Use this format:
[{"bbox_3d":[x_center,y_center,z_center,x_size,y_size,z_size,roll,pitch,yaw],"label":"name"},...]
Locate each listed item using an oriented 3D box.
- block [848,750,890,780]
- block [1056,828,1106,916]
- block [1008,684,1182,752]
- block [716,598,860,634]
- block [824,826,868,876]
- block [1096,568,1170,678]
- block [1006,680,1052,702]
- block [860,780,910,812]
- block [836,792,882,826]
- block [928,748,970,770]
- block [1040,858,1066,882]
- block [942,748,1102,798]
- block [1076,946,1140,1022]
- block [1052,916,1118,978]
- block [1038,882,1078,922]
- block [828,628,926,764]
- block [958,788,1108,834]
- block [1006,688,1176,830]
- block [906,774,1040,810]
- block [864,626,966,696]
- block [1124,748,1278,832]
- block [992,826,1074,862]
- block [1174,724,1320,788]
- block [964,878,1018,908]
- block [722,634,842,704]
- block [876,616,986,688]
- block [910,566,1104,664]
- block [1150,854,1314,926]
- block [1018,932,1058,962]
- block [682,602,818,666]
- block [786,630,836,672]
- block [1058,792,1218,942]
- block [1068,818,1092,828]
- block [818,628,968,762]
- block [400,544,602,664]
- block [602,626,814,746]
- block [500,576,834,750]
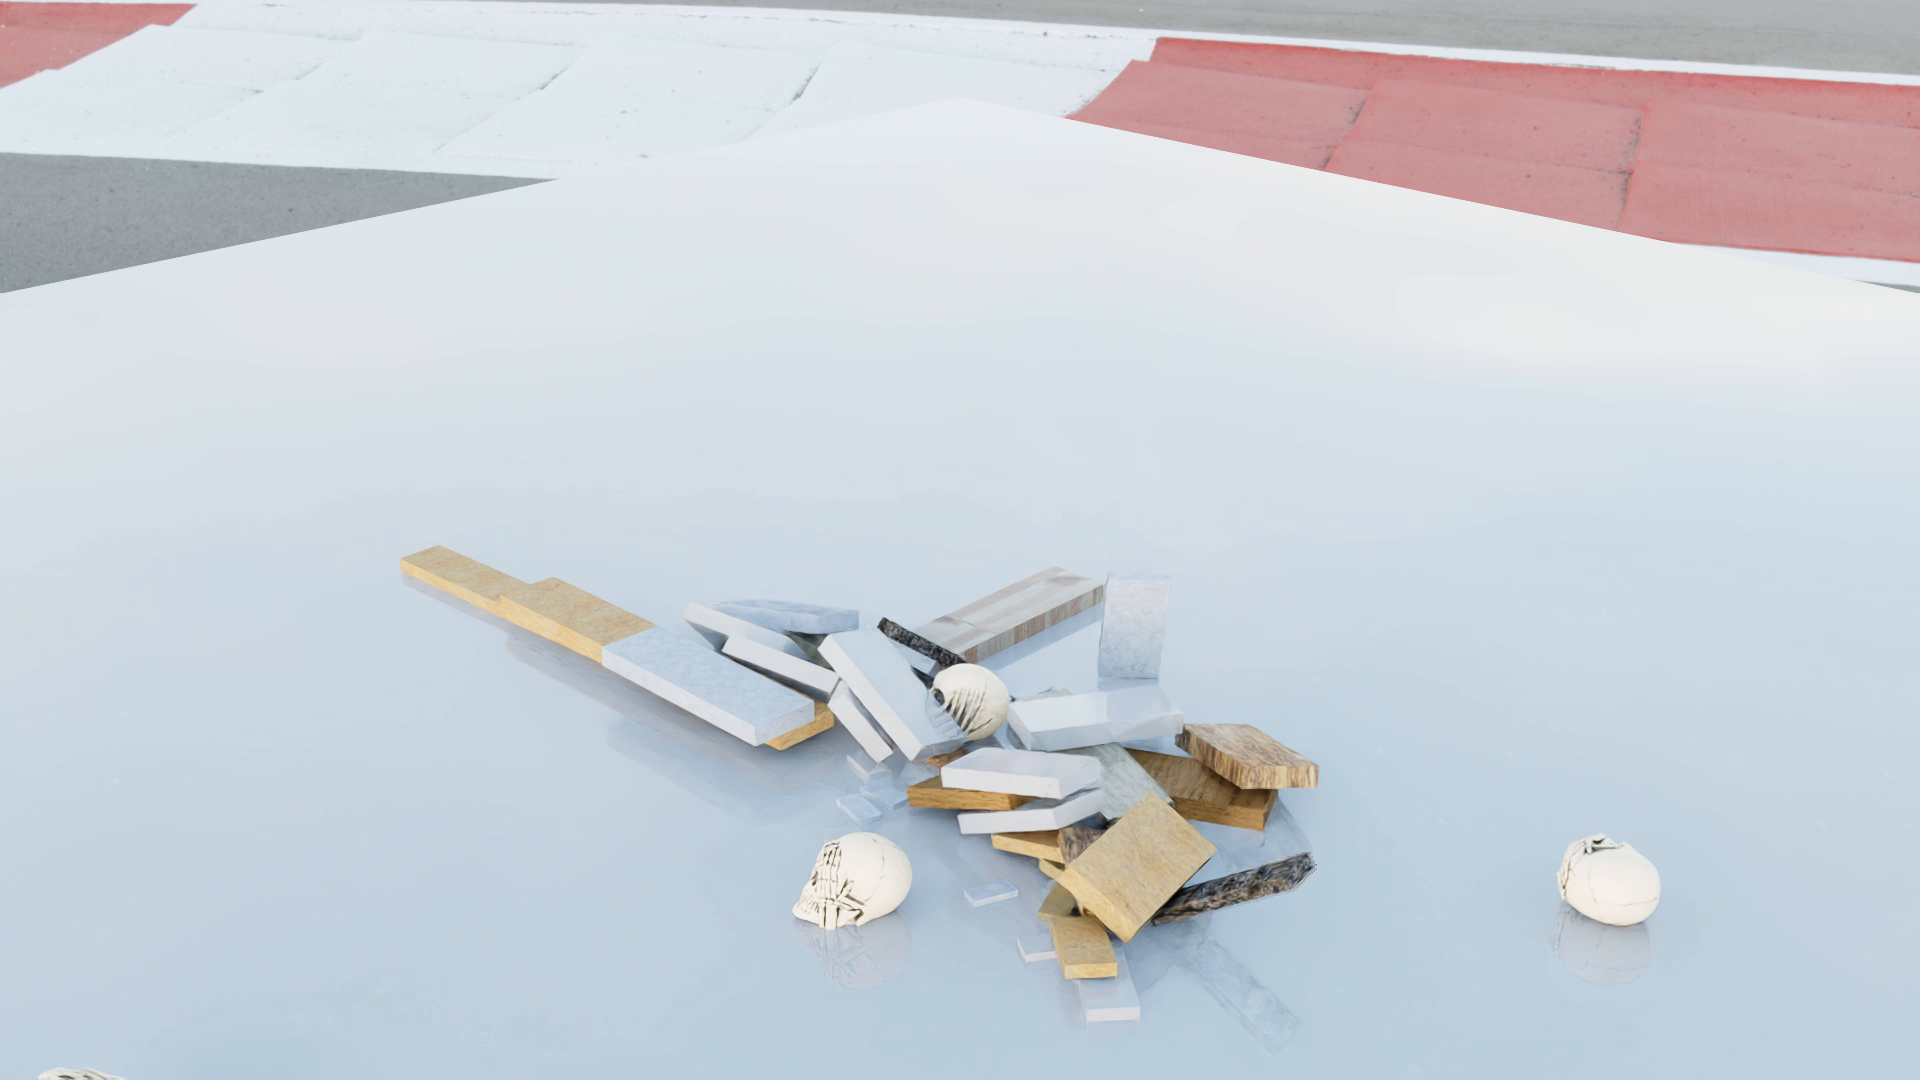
[{"bbox_3d":[-0.192,0.472,4.629,0.051,0.014,0.102,-13,26,-27],"label":"block"},{"bbox_3d":[0.253,0.619,4.103,0.099,0.028,0.199,4,36,-17],"label":"block"},{"bbox_3d":[0.284,0.374,4.616,0.329,0.047,0.165,-6,18,-13],"label":"block"},{"bbox_3d":[-0.407,0.179,5.174,0.308,0.044,0.154,5,6,34],"label":"block"},{"bbox_3d":[-0.224,0.607,4.304,0.071,0.020,0.142,-3,23,-8],"label":"block"},{"bbox_3d":[0.390,0.190,4.949,0.139,0.277,0.039,2,36,-2],"label":"block"},{"bbox_3d":[0.156,0.343,4.933,0.050,0.014,0.099,20,30,38],"label":"block"},{"bbox_3d":[-0.153,0.523,4.510,0.051,0.014,0.102,-21,31,-40],"label":"block"},{"bbox_3d":[-0.204,0.546,4.456,0.051,0.014,0.102,-13,26,-28],"label":"block"},{"bbox_3d":[0.007,0.472,4.623,0.071,0.020,0.142,-20,30,-39],"label":"block"},{"bbox_3d":[0.253,0.639,4.176,0.099,0.028,0.199,-17,28,-35],"label":"block"},{"bbox_3d":[0.118,0.453,4.293,0.282,0.040,0.141,1,13,37],"label":"block"},{"bbox_3d":[0.256,0.783,3.881,0.092,0.026,0.184,-2,23,-5],"label":"block"},{"bbox_3d":[0.221,0.728,3.940,0.092,0.026,0.184,-2,17,-5],"label":"block"},{"bbox_3d":[0.192,0.681,4.133,0.059,0.017,0.117,8,24,18],"label":"block"},{"bbox_3d":[-0.177,0.332,4.742,0.047,0.165,0.329,-35,12,22],"label":"block"},{"bbox_3d":[0.140,0.531,4.302,0.141,0.040,0.282,-16,3,-41],"label":"block"},{"bbox_3d":[0.261,0.450,4.550,0.139,0.039,0.638,-14,20,-13],"label":"block"},{"bbox_3d":[0.043,0.498,4.404,0.282,0.040,0.141,-5,8,45],"label":"block"},{"bbox_3d":[-0.108,0.273,4.981,0.243,0.034,0.121,24,-9,44],"label":"block"},{"bbox_3d":[0.472,0.508,4.503,0.334,0.047,0.167,8,24,17],"label":"block"},{"bbox_3d":[0.166,0.581,4.262,0.099,0.028,0.199,-19,15,-40],"label":"block"},{"bbox_3d":[0.588,0.443,4.537,0.167,0.047,0.334,2,9,-18],"label":"block"},{"bbox_3d":[0.059,0.669,4.168,0.092,0.013,0.046,-11,25,-24],"label":"block"},{"bbox_3d":[-0.357,0.303,4.856,0.325,0.162,0.046,17,73,35],"label":"block"},{"bbox_3d":[-0.068,0.253,4.960,0.243,0.034,0.121,25,-9,39],"label":"block"},{"bbox_3d":[0.102,0.188,5.257,0.165,0.047,0.568,20,30,38],"label":"block"},{"bbox_3d":[0.491,0.639,4.009,0.318,0.026,0.092,-24,4,38],"label":"block"},{"bbox_3d":[0.168,0.738,4.001,0.117,0.017,0.059,-5,24,-12],"label":"block"},{"bbox_3d":[-0.478,0.234,5.025,0.308,0.154,0.044,17,70,35],"label":"block"},{"bbox_3d":[-0.263,0.267,5.035,0.139,0.039,0.277,-1,17,-43],"label":"block"},{"bbox_3d":[0.333,0.602,4.081,0.167,0.047,0.334,41,35,13],"label":"block"},{"bbox_3d":[0.181,0.542,4.457,0.071,0.020,0.237,-10,25,-22],"label":"block"},{"bbox_3d":[-0.142,0.323,4.640,0.325,0.046,0.162,48,27,22],"label":"block"},{"bbox_3d":[-0.899,0.213,5.214,1.287,0.034,0.122,19,30,38],"label":"block"},{"bbox_3d":[-0.552,0.310,4.771,0.162,0.046,0.530,-21,31,-40],"label":"block"},{"bbox_3d":[-0.684,0.266,4.991,1.000,0.044,0.154,21,31,40],"label":"block"}]
